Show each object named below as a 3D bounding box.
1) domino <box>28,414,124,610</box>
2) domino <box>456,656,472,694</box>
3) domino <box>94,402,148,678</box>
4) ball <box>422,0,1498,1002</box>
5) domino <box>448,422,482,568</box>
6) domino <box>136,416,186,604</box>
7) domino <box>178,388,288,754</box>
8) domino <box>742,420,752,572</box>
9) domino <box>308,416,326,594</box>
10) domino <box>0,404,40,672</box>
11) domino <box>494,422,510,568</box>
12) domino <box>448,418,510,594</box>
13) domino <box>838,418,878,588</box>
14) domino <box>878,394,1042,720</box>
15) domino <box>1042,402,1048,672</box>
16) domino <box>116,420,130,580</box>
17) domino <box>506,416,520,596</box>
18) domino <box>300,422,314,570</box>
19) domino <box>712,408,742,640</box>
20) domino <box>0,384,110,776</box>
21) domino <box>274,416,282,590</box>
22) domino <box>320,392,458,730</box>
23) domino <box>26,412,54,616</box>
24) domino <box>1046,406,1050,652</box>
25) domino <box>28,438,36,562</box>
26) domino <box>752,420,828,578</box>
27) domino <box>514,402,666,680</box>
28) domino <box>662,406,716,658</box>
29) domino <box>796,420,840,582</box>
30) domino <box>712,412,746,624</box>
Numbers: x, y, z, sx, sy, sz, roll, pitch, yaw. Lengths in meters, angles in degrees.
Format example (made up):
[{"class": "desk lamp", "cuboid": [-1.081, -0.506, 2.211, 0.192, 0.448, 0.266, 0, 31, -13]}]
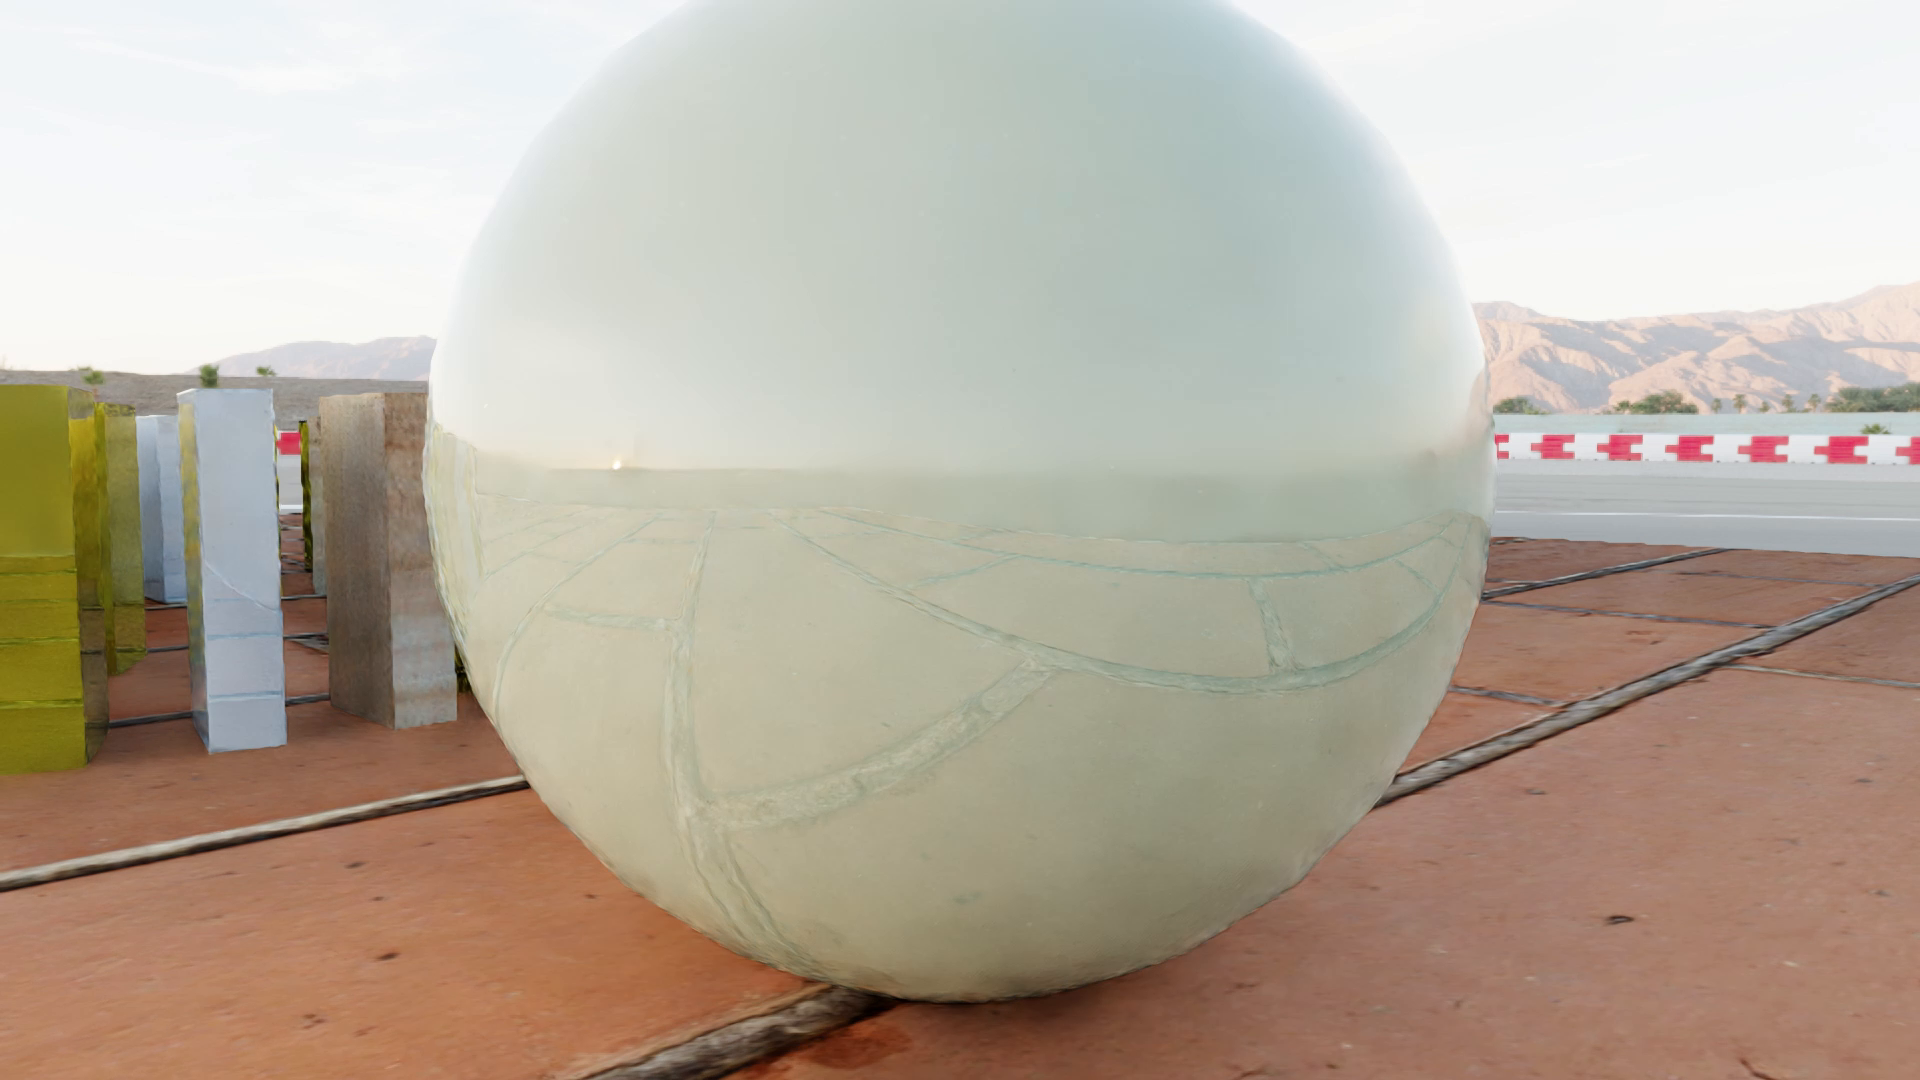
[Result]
[{"class": "domino", "cuboid": [-0.231, -0.008, 0.336, 0.025, 0.050, 0.009, 3, 5, 32]}, {"class": "domino", "cuboid": [-0.077, 0.001, 0.219, 0.025, 0.050, 0.010, 2, 5, 29]}, {"class": "domino", "cuboid": [-0.163, -0.001, 0.243, 0.009, 0.050, 0.025, -2, 5, -21]}, {"class": "ball", "cuboid": [0.000, -0.005, 0.103, 0.080, 0.080, 0.080, 0, 4, 0]}, {"class": "domino", "cuboid": [-0.177, -0.016, 0.452, 0.009, 0.050, 0.025, -1, 4, -8]}, {"class": "domino", "cuboid": [-0.218, -0.009, 0.353, 0.025, 0.050, 0.009, 4, 6, 44]}, {"class": "domino", "cuboid": [-0.106, 0.004, 0.187, 0.009, 0.050, 0.025, -3, 5, -35]}, {"class": "domino", "cuboid": [-0.073, -0.015, 0.430, 0.009, 0.050, 0.025, 3, 5, 32]}, {"class": "domino", "cuboid": [-0.181, -0.011, 0.375, 0.010, 0.050, 0.025, -1, 4, -13]}, {"class": "domino", "cuboid": [-0.184, 0.000, 0.237, 0.009, 0.050, 0.025, 0, 4, -4]}, {"class": "domino", "cuboid": [-0.155, -0.016, 0.454, 0.009, 0.050, 0.025, 0, 4, -1]}, {"class": "domino", "cuboid": [-0.138, -0.011, 0.375, 0.009, 0.050, 0.025, 1, 4, 11]}, {"class": "domino", "cuboid": [-0.024, -0.012, 0.388, 0.025, 0.050, 0.010, -4, 6, -41]}, {"class": "domino", "cuboid": [0.000, 0.002, 0.201, 0.025, 0.050, 0.010, 0, 4, 0]}, {"class": "domino", "cuboid": [0.004, -0.001, 0.244, 0.025, 0.050, 0.010, 0, 4, 6]}, {"class": "domino", "cuboid": [-0.273, -0.013, 0.406, 0.025, 0.050, 0.009, 4, 6, 42]}, {"class": "domino", "cuboid": [-0.117, -0.010, 0.369, 0.009, 0.050, 0.025, 2, 5, 24]}, {"class": "domino", "cuboid": [-0.219, -0.016, 0.442, 0.009, 0.050, 0.025, -2, 5, -20]}, {"class": "domino", "cuboid": [-0.061, -0.004, 0.281, 0.025, 0.050, 0.009, 0, 4, 0]}, {"class": "domino", "cuboid": [-0.125, 0.004, 0.176, 0.009, 0.050, 0.025, -2, 5, -27]}, {"class": "domino", "cuboid": [-0.201, -0.010, 0.367, 0.009, 0.050, 0.025, -3, 5, -33]}, {"class": "domino", "cuboid": [-0.090, 0.002, 0.201, 0.025, 0.050, 0.009, 4, 6, 44]}, {"class": "domino", "cuboid": [-0.239, -0.006, 0.316, 0.025, 0.050, 0.010, 1, 4, 10]}, {"class": "domino", "cuboid": [0.006, -0.002, 0.266, 0.025, 0.050, 0.010, 0, 4, 4]}, {"class": "domino", "cuboid": [-0.287, -0.012, 0.389, 0.025, 0.050, 0.009, 3, 5, 35]}, {"class": "domino", "cuboid": [-0.055, -0.014, 0.418, 0.010, 0.050, 0.025, 3, 5, 38]}, {"class": "domino", "cuboid": [-0.069, 0.000, 0.239, 0.025, 0.050, 0.010, 1, 5, 18]}, {"class": "domino", "cuboid": [-0.063, -0.002, 0.260, 0.025, 0.050, 0.010, 1, 4, 10]}, {"class": "domino", "cuboid": [-0.039, -0.013, 0.404, 0.009, 0.050, 0.025, 4, 6, 43]}, {"class": "domino", "cuboid": [-0.064, -0.005, 0.303, 0.025, 0.050, 0.010, -1, 4, -16]}]
